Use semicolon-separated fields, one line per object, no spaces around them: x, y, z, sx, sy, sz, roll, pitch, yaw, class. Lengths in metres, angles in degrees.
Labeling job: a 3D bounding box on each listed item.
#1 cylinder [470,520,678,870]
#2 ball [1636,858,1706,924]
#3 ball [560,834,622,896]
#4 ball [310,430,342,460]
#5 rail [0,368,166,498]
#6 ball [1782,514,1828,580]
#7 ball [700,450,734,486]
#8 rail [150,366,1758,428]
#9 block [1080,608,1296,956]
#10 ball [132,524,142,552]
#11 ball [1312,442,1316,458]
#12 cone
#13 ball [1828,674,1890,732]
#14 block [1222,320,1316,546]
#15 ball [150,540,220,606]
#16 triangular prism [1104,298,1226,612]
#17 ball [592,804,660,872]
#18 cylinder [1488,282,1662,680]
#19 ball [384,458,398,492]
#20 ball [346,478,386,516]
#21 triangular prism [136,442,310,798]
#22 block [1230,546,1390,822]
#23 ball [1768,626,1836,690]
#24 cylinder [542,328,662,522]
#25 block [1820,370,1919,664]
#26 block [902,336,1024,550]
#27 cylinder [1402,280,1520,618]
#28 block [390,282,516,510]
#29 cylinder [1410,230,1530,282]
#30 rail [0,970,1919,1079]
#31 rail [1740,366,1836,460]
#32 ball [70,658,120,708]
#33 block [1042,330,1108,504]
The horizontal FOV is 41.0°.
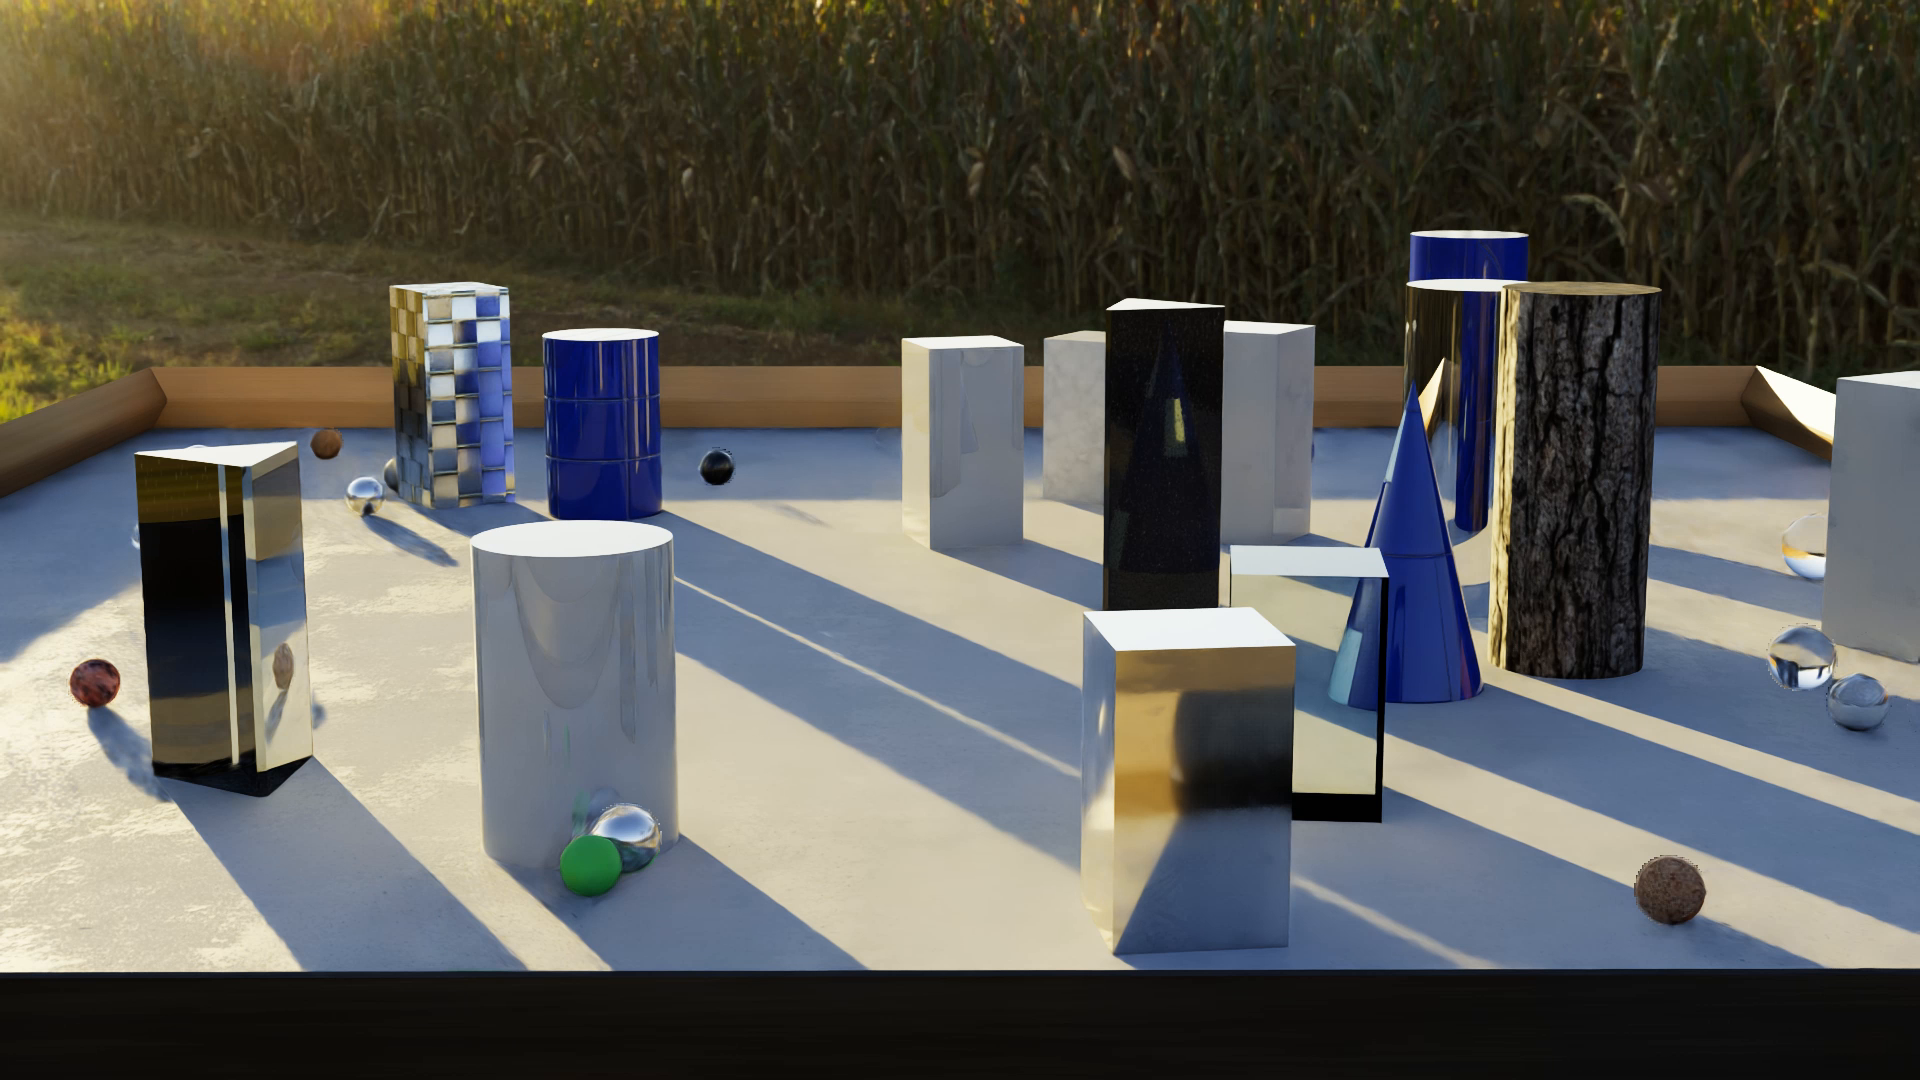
-0.359;0.141;2.403;0.186;0.291;0.186;0;11;0;cylinder
0.607;0.300;2.191;0.057;0.057;0.057;0;11;0;ball
-0.326;0.287;2.265;0.054;0.054;0.054;0;11;0;ball
-1.173;-0.177;4.747;0.056;0.056;0.056;0;11;0;ball
-1.591;0.033;3.441;0.045;0.121;3.482;0;11;0;rail
1.216;0.010;3.645;0.093;0.093;0.093;0;11;0;ball
-0.423;-0.126;4.458;0.061;0.061;0.061;0;11;0;ball
-0.010;-0.284;5.138;3.230;0.121;0.045;0;11;0;rail
0.190;0.201;2.175;0.149;0.258;0.149;-1;11;-7;block
-1.217;-0.003;3.841;0.046;0.046;0.046;0;11;0;ball
0.613;-0.164;4.657;0.062;0.062;0.062;0;11;0;ball
0.525;-0.009;3.001;0.186;0.365;0.186;0;11;0;cone
0.988;0.179;2.821;0.064;0.064;0.064;0;11;0;ball
0.446;-0.166;3.956;0.149;0.324;0.149;6;12;29;block
-1.045;0.045;3.464;0.091;0.091;0.091;0;11;0;ball
0.246;-0.107;3.395;0.161;0.413;0.140;-3;11;-16;triangular prism
-0.302;0.270;2.315;0.061;0.061;0.061;0;11;0;ball
0.743;-0.076;3.110;0.186;0.458;0.186;0;11;0;cylinder
-0.950;-0.112;4.364;0.060;0.060;0.060;0;11;0;ball
-0.964;-0.071;4.160;0.062;0.062;0.062;0;11;0;ball
-0.728;0.074;2.641;0.161;0.336;0.140;7;13;32;triangular prism
0.341;0.140;2.542;0.149;0.243;0.149;1;11;5;block
0.986;0.138;3.004;0.075;0.075;0.075;0;11;0;ball
-0.580;-0.189;4.171;0.186;0.291;0.186;0;11;0;cylinder
1.197;-0.033;3.211;0.149;0.336;0.149;-7;12;-32;block
0.003;-0.152;3.938;0.149;0.304;0.149;-3;11;-17;block
0.687;-0.126;3.447;0.186;0.433;0.186;0;11;0;cylinder
-0.847;-0.243;4.280;0.149;0.357;0.149;-7;13;-32;block
0.813;-0.265;4.136;0.186;0.453;0.186;0;11;0;cylinder
0.010;0.347;1.762;3.230;0.121;0.045;0;11;0;rail
1.591;0.029;3.459;0.045;0.121;3.482;0;11;0;rail
-0.987;0.163;2.927;0.056;0.056;0.056;0;11;0;ball
0.241;-0.209;4.337;0.149;0.269;0.149;6;12;29;block
